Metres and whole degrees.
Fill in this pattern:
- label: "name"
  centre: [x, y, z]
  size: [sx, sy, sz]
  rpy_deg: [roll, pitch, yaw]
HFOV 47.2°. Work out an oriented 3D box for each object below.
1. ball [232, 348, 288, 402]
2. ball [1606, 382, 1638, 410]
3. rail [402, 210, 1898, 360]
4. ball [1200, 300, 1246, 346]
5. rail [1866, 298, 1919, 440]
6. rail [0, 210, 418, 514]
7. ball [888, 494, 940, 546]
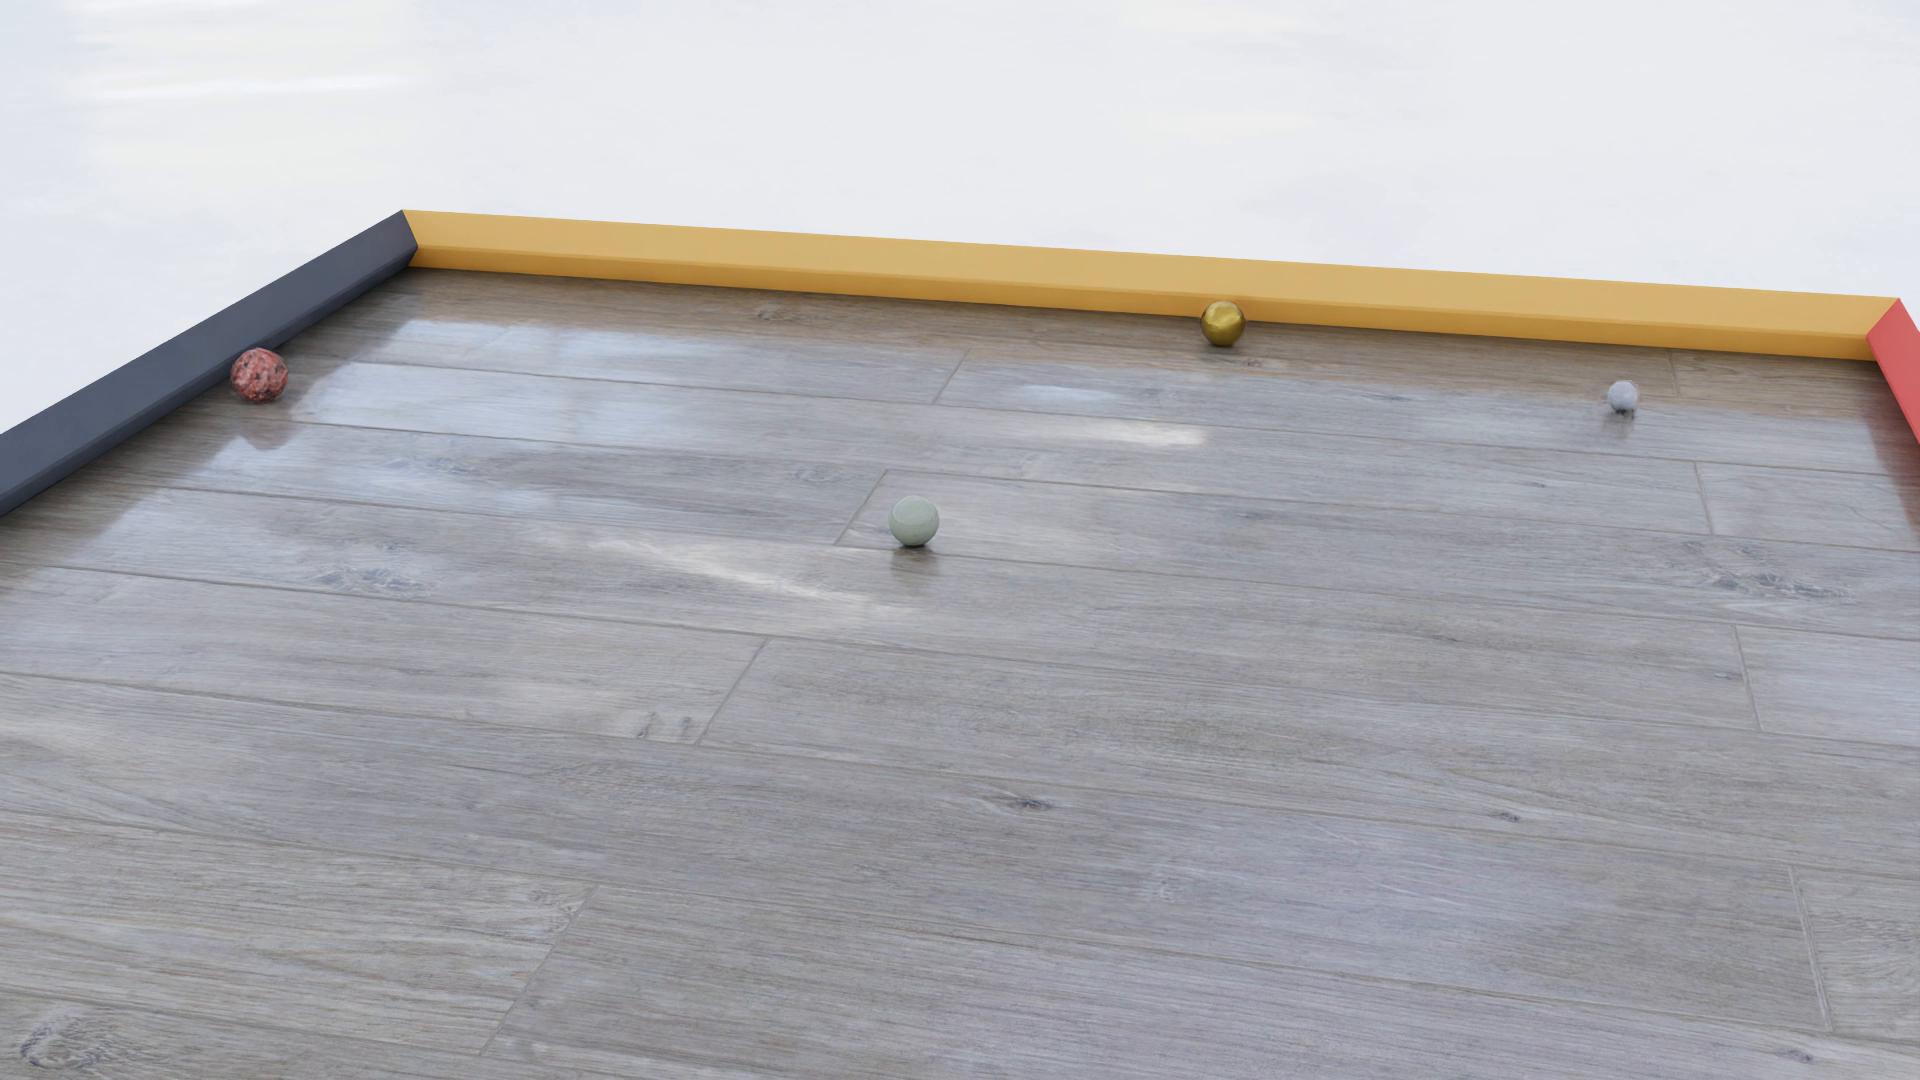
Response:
- label: "ball"
  centre: [-0.957, -0.225, 3.005]
  size: [0.073, 0.073, 0.073]
  rpy_deg: [0, 23, 0]
- label: "ball"
  centre: [0.896, -0.195, 2.974]
  size: [0.040, 0.040, 0.040]
  rpy_deg: [0, 23, 0]
- label: "rail"
  centre: [0.209, -0.391, 3.363]
  size: [2.309, 0.094, 0.045]
  rpy_deg: [5, 24, 11]
- label: "ball"
  centre: [0.386, -0.319, 3.233]
  size: [0.066, 0.066, 0.066]
  rpy_deg: [0, 23, 0]
- label: "rail"
  centre: [0.890, 0.458, 1.374]
  size: [0.045, 0.094, 3.978]
  rpy_deg: [5, 24, 11]
- label: "rail"
  centre: [-1.318, 0.267, 1.822]
  size: [0.045, 0.094, 3.978]
  rpy_deg: [5, 24, 11]
- label: "ball"
  centre: [-0.053, -0.023, 2.546]
  size: [0.059, 0.059, 0.059]
  rpy_deg: [0, 23, 0]
